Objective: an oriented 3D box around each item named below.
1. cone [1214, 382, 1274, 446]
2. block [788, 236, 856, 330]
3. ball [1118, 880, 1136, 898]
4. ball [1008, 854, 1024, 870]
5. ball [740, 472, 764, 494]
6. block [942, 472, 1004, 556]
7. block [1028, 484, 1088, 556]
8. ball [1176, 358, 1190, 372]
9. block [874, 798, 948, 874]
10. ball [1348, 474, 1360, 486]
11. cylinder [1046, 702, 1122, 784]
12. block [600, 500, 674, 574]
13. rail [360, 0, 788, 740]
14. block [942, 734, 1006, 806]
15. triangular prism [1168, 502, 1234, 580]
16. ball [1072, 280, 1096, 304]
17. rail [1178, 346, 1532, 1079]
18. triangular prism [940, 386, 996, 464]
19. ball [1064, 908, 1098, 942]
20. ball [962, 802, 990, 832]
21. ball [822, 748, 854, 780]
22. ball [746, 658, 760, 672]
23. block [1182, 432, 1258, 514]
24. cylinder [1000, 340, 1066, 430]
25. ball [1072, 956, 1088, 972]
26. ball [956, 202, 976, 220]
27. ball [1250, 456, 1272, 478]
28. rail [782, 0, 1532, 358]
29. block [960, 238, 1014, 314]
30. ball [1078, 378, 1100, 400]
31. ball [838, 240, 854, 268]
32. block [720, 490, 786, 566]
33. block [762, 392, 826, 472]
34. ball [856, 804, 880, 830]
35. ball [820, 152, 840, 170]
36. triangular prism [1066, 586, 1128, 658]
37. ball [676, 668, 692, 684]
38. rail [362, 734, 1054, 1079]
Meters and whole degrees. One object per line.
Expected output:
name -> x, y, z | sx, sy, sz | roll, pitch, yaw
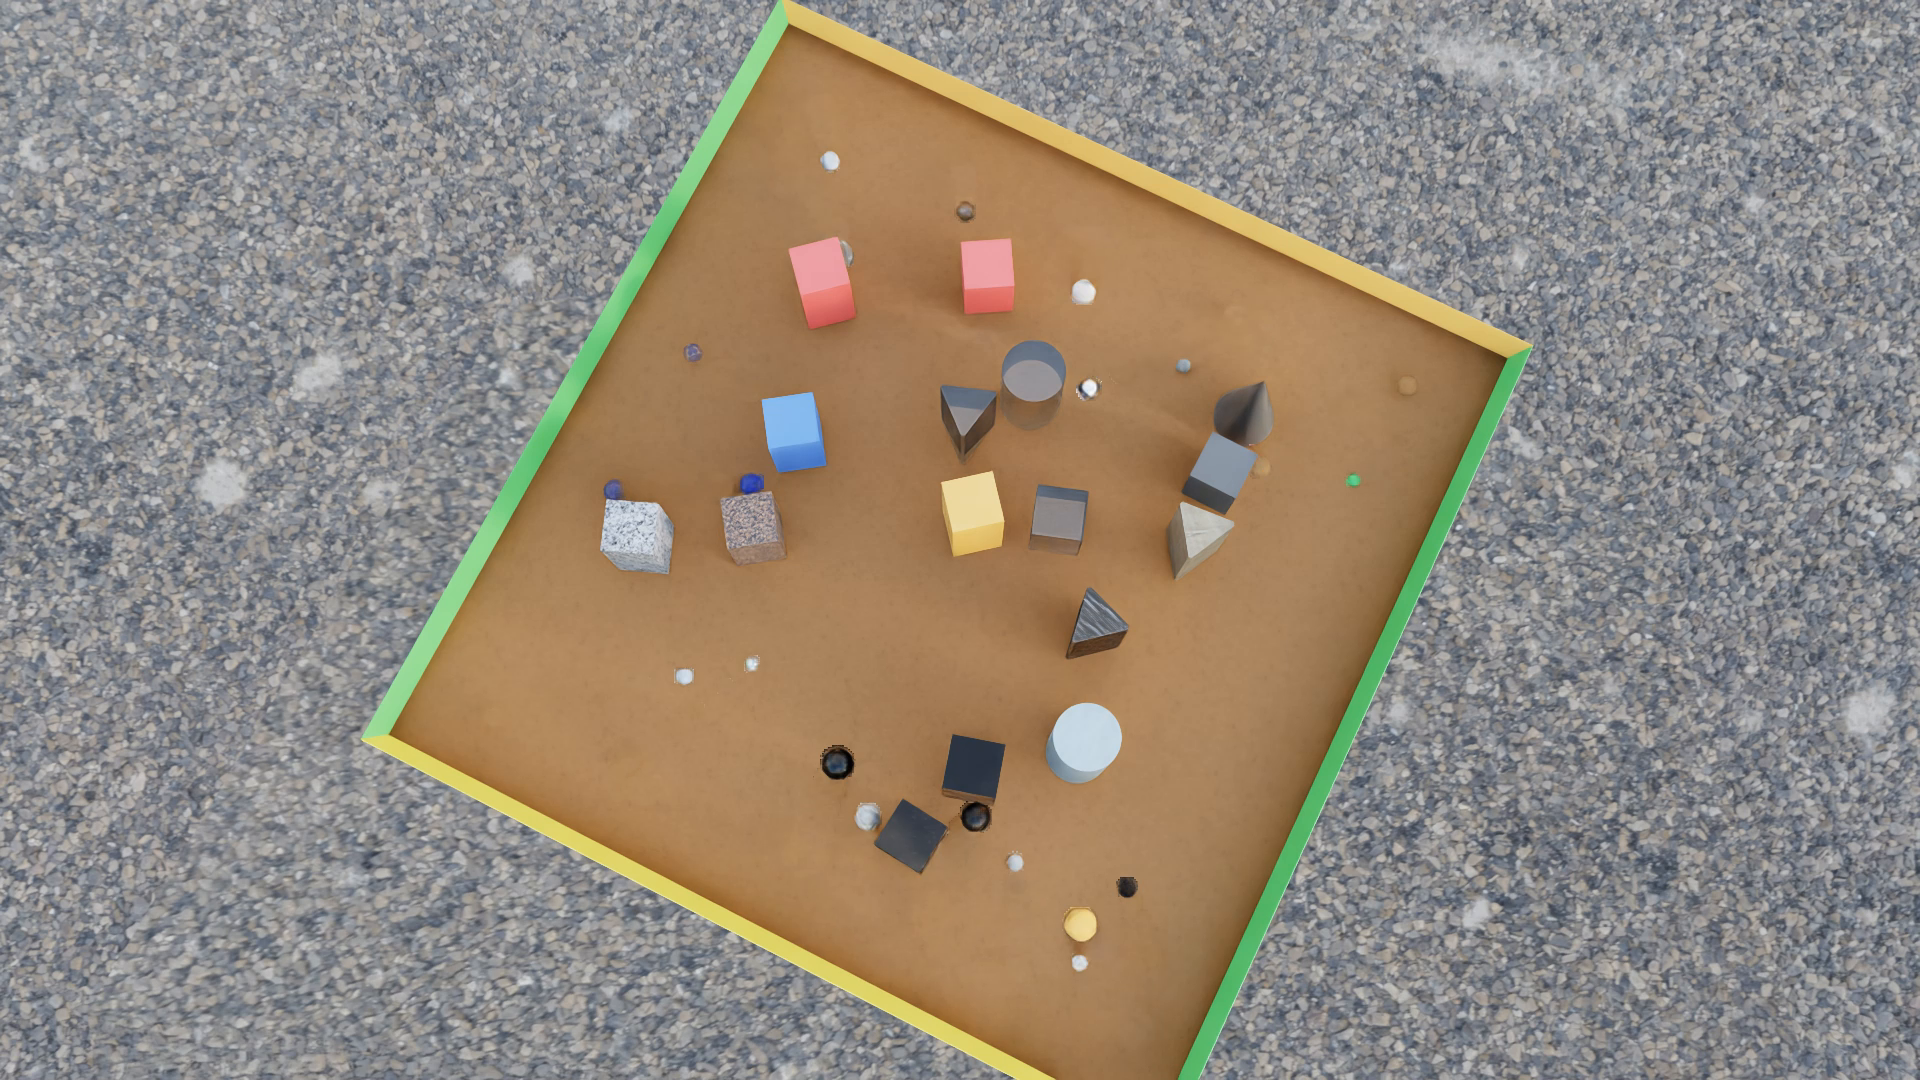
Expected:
cone -> 0.882, -0.421, 5.501 | 0.189, 0.396, 0.189 | 0, 78, 0
block -> -0.419, -0.784, 5.615 | 0.151, 0.321, 0.151 | -15, 79, -3
ball -> 0.491, 1.023, 5.377 | 0.055, 0.055, 0.055 | 0, 78, 0
ball -> 0.163, 0.950, 5.395 | 0.049, 0.049, 0.049 | 0, 78, 0
ball -> -0.639, -0.169, 5.615 | 0.072, 0.072, 0.072 | 0, 78, 0
block -> 0.037, -0.074, 5.447 | 0.151, 0.362, 0.151 | -13, 79, -3
block -> 0.295, -0.058, 5.510 | 0.151, 0.232, 0.151 | 8, 78, 2
ball -> 0.697, -0.543, 5.706 | 0.044, 0.044, 0.044 | 0, 78, 0
block -> -0.139, 0.861, 5.307 | 0.151, 0.257, 0.151 | 31, 80, 6
ball -> 1.211, -0.184, 5.634 | 0.040, 0.040, 0.040 | 0, 78, 0
cylinder -> 0.351, 0.588, 5.265 | 0.189, 0.450, 0.189 | 0, 78, 0
block -> -0.958, -0.007, 5.462 | 0.151, 0.306, 0.151 | 5, 78, 1
rail -> -1.144, -0.553, 5.667 | 0.045, 0.123, 2.650 | 26, 80, 5
block -> 0.039, 0.668, 5.288 | 0.151, 0.373, 0.151 | 11, 79, 2
triangular prism -> 0.679, -0.016, 5.433 | 0.164, 0.365, 0.142 | -37, 81, -7
ball -> 0.387, -0.777, 5.739 | 0.076, 0.076, 0.076 | 0, 78, 0
rail -> 1.144, 0.567, 5.435 | 0.045, 0.123, 2.650 | 26, 80, 5
triangular prism -> 0.001, -0.373, 5.516 | 0.142, 0.348, 0.164 | 36, 81, 7
ball -> 0.352, 1.121, 5.336 | 0.095, 0.095, 0.095 | 0, 78, 0
ball -> 0.047, 0.817, 5.401 | 0.087, 0.087, 0.087 | 0, 78, 0
ball -> -0.363, 0.663, 5.431 | 0.094, 0.094, 0.094 | 0, 78, 0
ball -> -0.626, 0.375, 5.518 | 0.041, 0.041, 0.041 | 0, 78, 0
block -> 0.783, -0.200, 5.542 | 0.151, 0.227, 0.151 | 28, 80, 5
cylinder -> 0.218, -0.466, 5.552 | 0.189, 0.315, 0.189 | 0, 78, 0
ball -> 0.348, 1.232, 5.338 | 0.046, 0.046, 0.046 | 0, 78, 0
ball -> 0.018, -1.040, 5.802 | 0.059, 0.059, 0.059 | 0, 78, 0
ball -> 0.918, -0.222, 5.602 | 0.066, 0.066, 0.066 | 0, 78, 0
rail -> 0.582, -1.133, 5.787 | 2.605, 0.123, 0.045 | 26, 80, 5
block -> 0.084, -0.814, 5.667 | 0.151, 0.231, 0.151 | -4, 78, -1
ball -> 0.401, -0.469, 5.679 | 0.067, 0.067, 0.067 | 0, 78, 0
ball -> -0.379, -0.895, 5.753 | 0.091, 0.091, 0.091 | 0, 78, 0
block -> -0.616, -0.032, 5.487 | 0.151, 0.266, 0.151 | -9, 78, -2
block -> -0.498, -0.322, 5.532 | 0.151, 0.295, 0.151 | -9, 78, -2
ball -> -0.273, 0.820, 5.409 | 0.074, 0.074, 0.074 | 0, 78, 0
ball -> -0.413, -1.206, 5.835 | 0.060, 0.060, 0.060 | 0, 78, 0
triangular prism -> 0.385, 0.237, 5.389 | 0.164, 0.349, 0.142 | -13, 79, -3
ball -> -0.828, 0.410, 5.506 | 0.050, 0.050, 0.050 | 0, 78, 0
rail -> -0.582, 1.146, 5.316 | 2.605, 0.123, 0.045 | 26, 80, 5
